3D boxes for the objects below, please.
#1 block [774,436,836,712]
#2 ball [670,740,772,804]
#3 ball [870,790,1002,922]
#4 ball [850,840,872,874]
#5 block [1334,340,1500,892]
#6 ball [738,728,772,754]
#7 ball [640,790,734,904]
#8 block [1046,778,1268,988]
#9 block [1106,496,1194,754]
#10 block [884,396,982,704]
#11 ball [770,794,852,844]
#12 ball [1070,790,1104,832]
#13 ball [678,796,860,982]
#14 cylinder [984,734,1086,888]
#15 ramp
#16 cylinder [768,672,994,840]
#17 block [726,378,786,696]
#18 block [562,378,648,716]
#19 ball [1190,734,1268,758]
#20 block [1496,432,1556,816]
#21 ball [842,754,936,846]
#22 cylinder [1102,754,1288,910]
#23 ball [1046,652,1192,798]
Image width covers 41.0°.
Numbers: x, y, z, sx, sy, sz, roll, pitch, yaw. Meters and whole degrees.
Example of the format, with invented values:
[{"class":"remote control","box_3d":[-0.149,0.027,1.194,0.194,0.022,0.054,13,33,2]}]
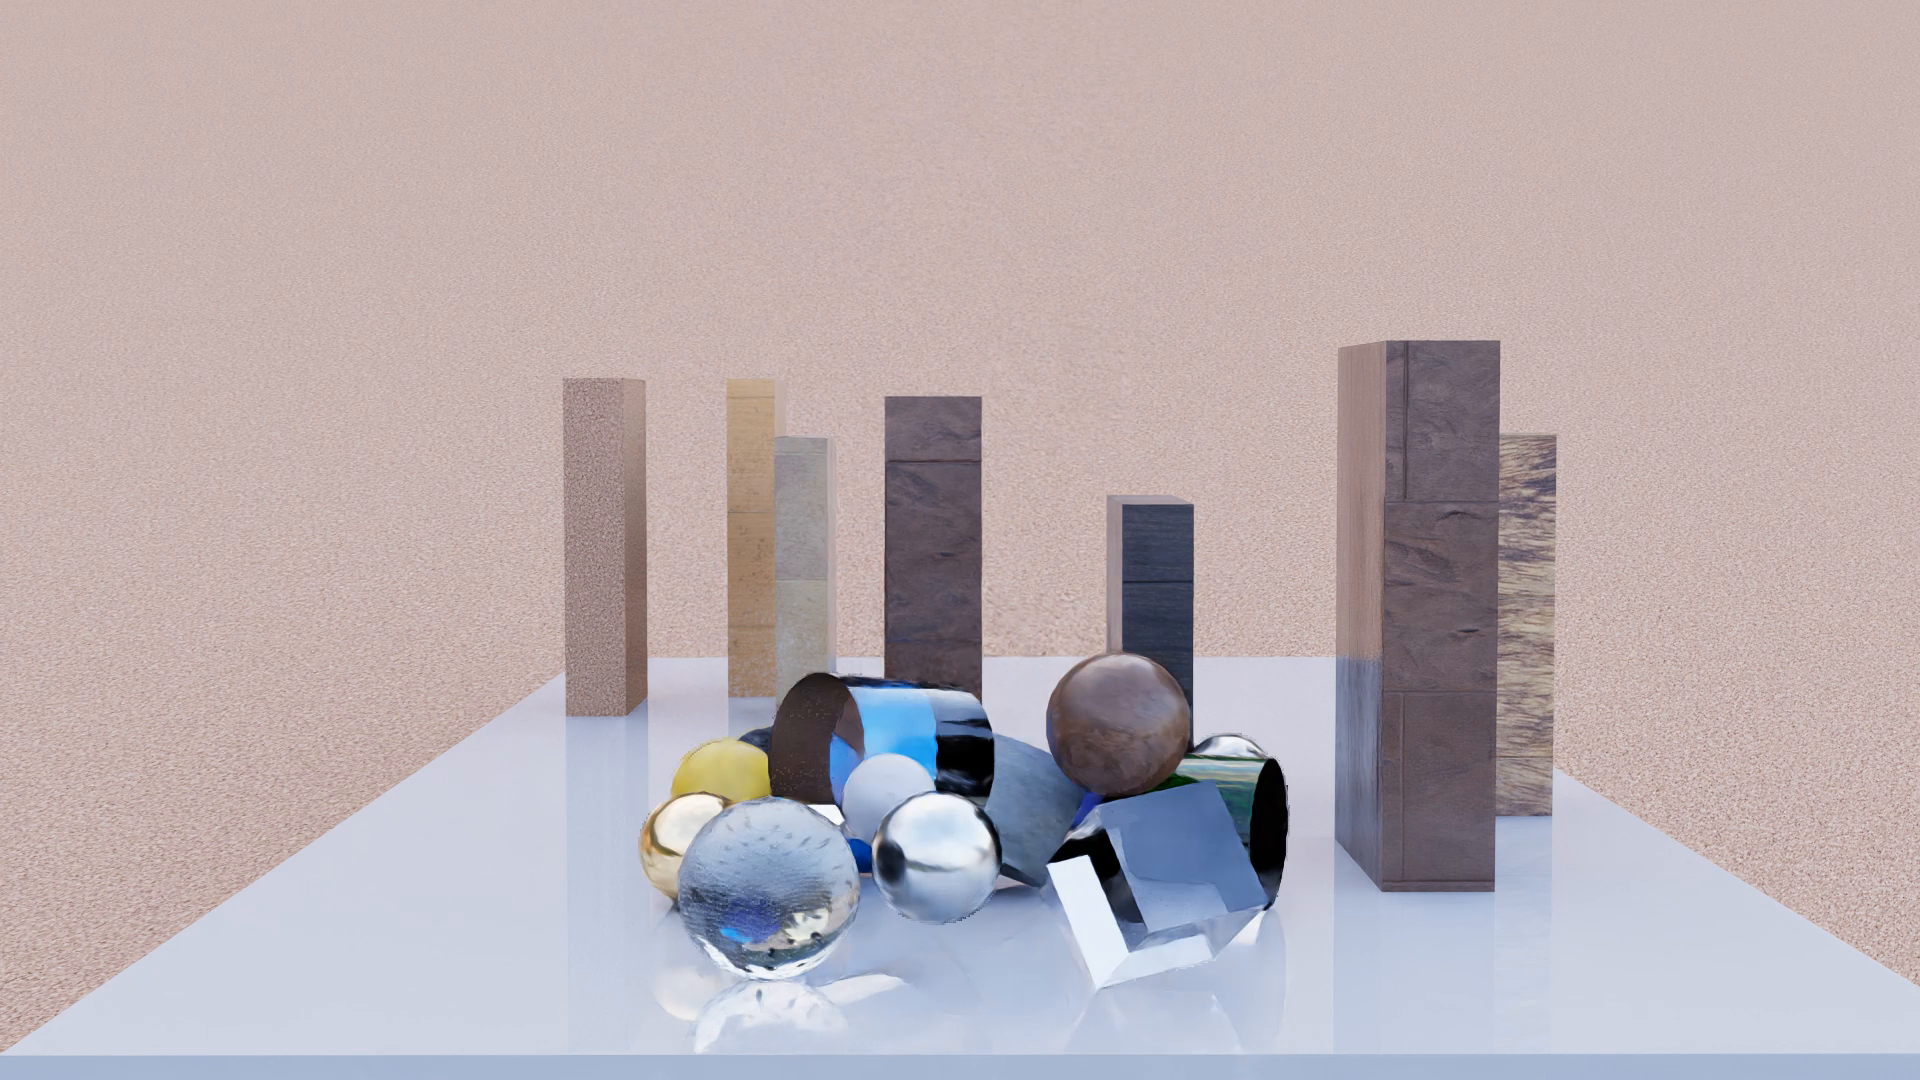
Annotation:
[{"class":"block","box_3d":[-0.314,0.076,5.272,0.103,0.575,0.386,0,3,0]},{"class":"ball","box_3d":[-0.329,0.366,3.654,0.164,0.164,0.164,0,22,0]},{"class":"ball","box_3d":[-0.027,0.359,2.917,0.149,0.149,0.149,0,22,0]},{"class":"ball","box_3d":[-0.132,0.355,3.499,0.197,0.197,0.197,0,22,0]},{"class":"block","box_3d":[0.628,0.091,3.568,0.148,0.722,0.423,0,3,0]},{"class":"ball","box_3d":[-0.296,0.361,3.963,0.143,0.143,0.143,0,22,0]},{"class":"ball","box_3d":[-0.334,0.394,3.278,0.148,0.148,0.148,0,22,0]},{"class":"block","box_3d":[0.215,0.377,2.821,0.152,0.152,0.152,-9,62,-27]},{"class":"block","box_3d":[0.304,0.178,4.163,0.110,0.487,0.409,0,3,0]},{"class":"block","box_3d":[-0.037,0.118,3.739,0.135,0.651,0.315,0,3,0]},{"class":"ball","box_3d":[-0.213,0.394,3.356,0.140,0.140,0.140,0,22,0]},{"class":"ball","box_3d":[0.201,0.361,3.806,0.157,0.157,0.157,0,22,0]},{"class":"ball","box_3d":[-0.213,0.388,2.861,0.203,0.203,0.203,0,22,0]},{"class":"cylinder","box_3d":[0.072,0.357,3.395,0.153,0.153,0.153,24,-12,6]},{"class":"ramp","box_3d":[0.050,0.452,4.532,2.000,0.100,4.000,0,3,0]},{"class":"cylinder","box_3d":[-0.101,0.279,3.281,0.207,0.207,0.207,7,13,-38]},{"class":"block","box_3d":[-0.457,-0.013,5.817,0.105,0.697,0.385,0,3,0]},{"class":"block","box_3d":[-0.750,0.006,5.458,0.124,0.695,0.372,0,3,0]},{"class":"ball","box_3d":[0.408,0.364,3.919,0.137,0.137,0.137,0,22,0]},{"class":"block","box_3d":[0.849,0.126,4.105,0.145,0.595,0.247,0,3,0]},{"class":"ball","box_3d":[-0.083,0.308,3.027,0.113,0.113,0.113,0,22,0]},{"class":"cylinder","box_3d":[0.301,0.370,3.288,0.193,0.193,0.193,1,21,21]},{"class":"ball","box_3d":[0.196,0.229,3.189,0.181,0.181,0.181,0,22,0]}]
